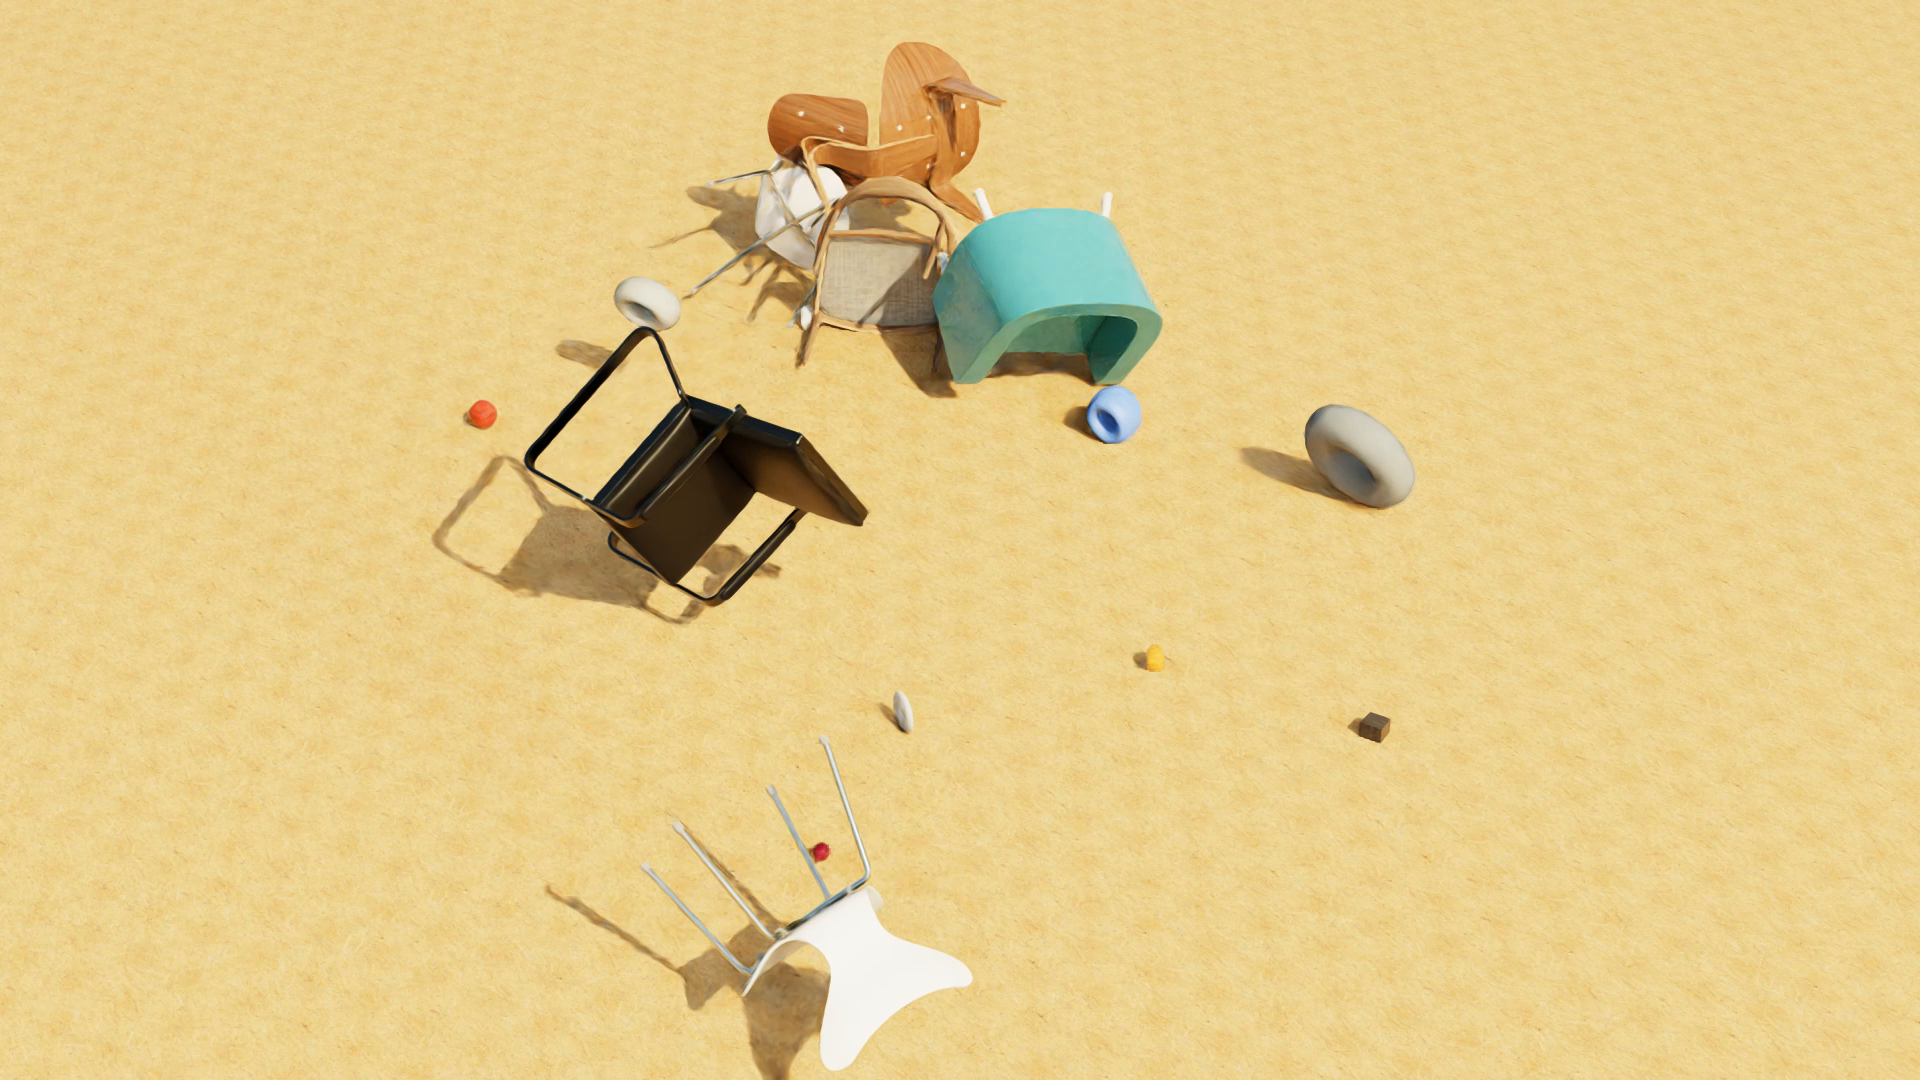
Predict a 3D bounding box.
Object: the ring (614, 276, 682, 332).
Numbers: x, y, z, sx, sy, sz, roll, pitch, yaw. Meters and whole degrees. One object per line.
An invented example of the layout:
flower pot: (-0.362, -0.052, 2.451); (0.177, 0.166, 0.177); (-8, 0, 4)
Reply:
ring: (-1.228, -0.928, 11.520); (0.281, 0.201, 0.130); (25, 55, 9)

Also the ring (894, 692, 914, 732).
ring: (-0.192, 0.583, 9.946); (0.028, 0.120, 0.149); (-12, 71, -23)

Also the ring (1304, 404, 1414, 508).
ring: (1.502, -0.316, 11.035); (0.165, 0.484, 0.405); (-52, 16, -24)

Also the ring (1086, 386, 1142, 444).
ring: (0.606, -0.494, 11.507); (0.198, 0.221, 0.161); (-12, 22, 42)

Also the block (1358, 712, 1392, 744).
block: (1.405, 0.635, 9.928); (0.079, 0.058, 0.075); (20, 38, 27)
